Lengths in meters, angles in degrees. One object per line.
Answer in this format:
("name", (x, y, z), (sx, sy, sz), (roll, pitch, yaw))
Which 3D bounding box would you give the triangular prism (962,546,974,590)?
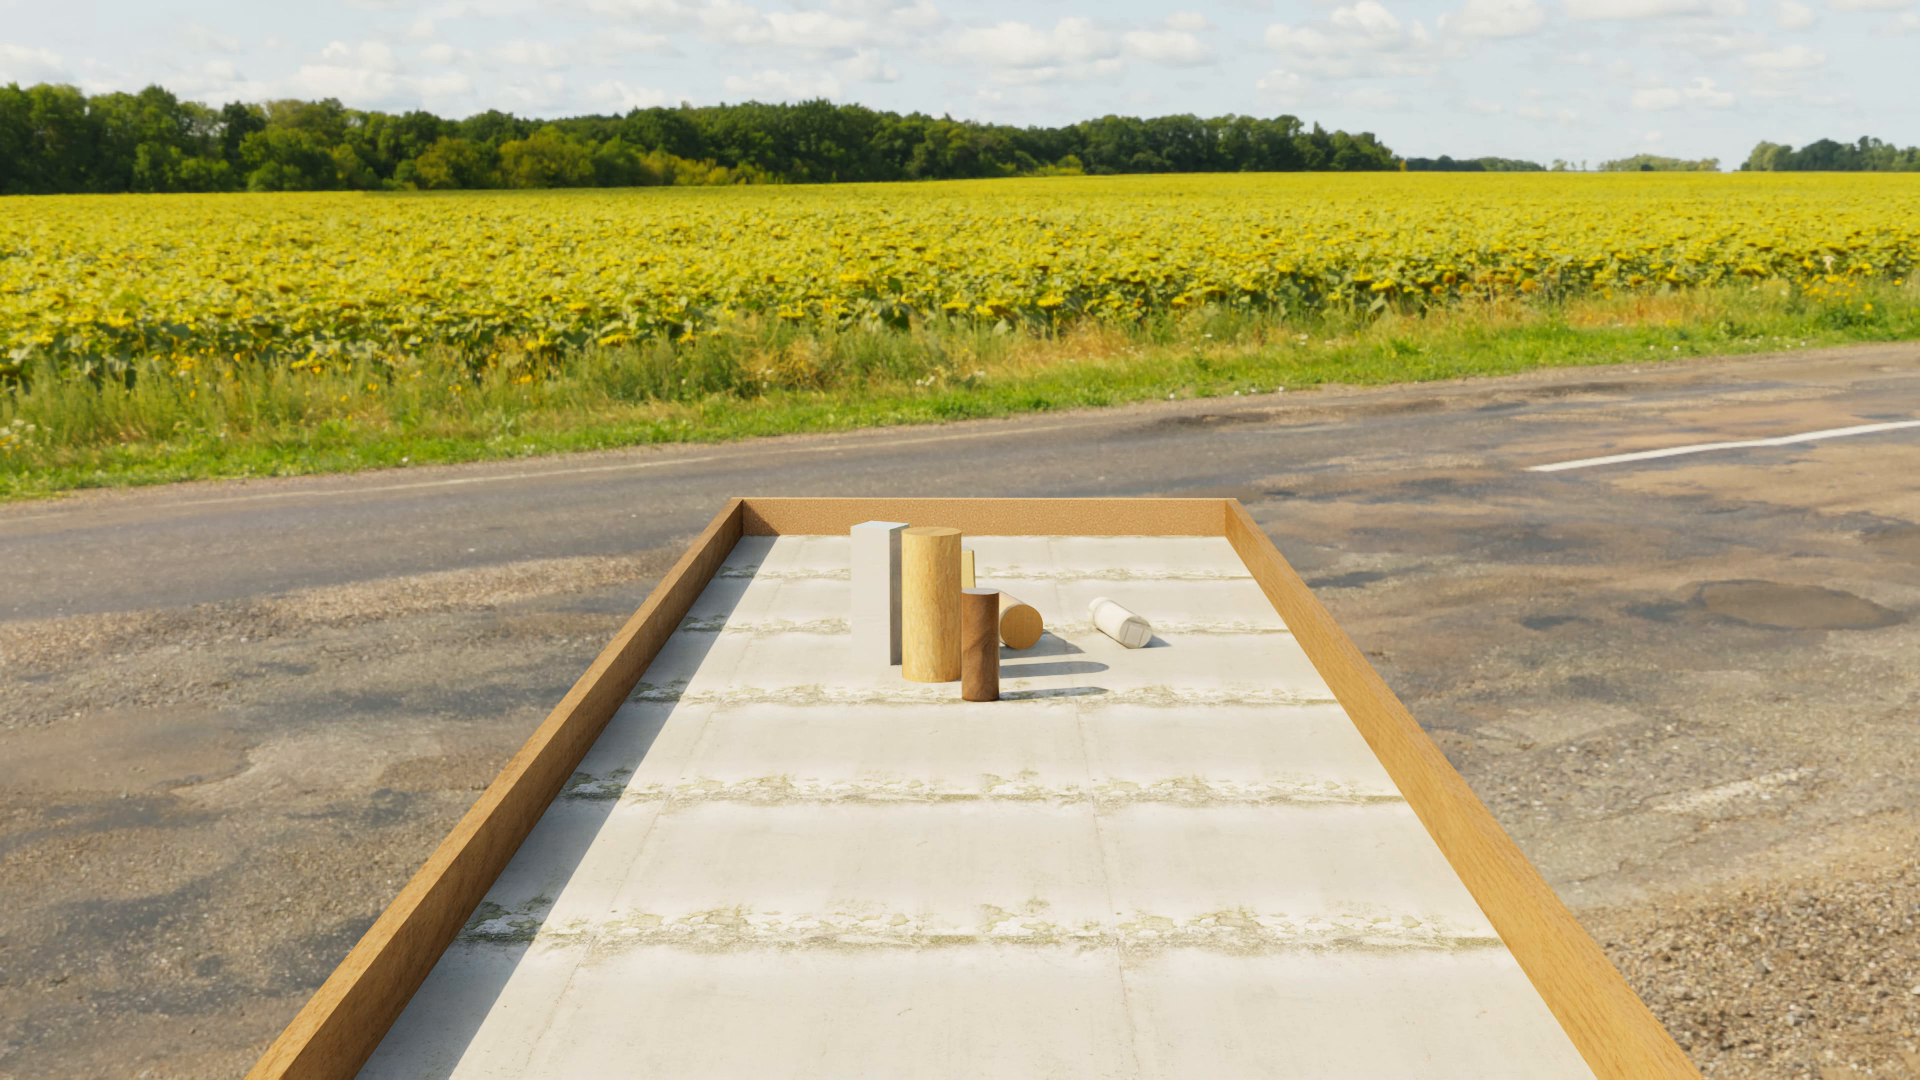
("triangular prism", (0.002, 0.189, 6.752), (0.148, 0.330, 0.128), (0, 6, 22))

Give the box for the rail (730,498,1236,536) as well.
("rail", (0.099, -0.098, 9.147), (2.100, 0.150, 0.050), (0, 9, 1))

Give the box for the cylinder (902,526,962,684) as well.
("cylinder", (-0.083, 0.188, 6.440), (0.176, 0.433, 0.176), (0, 9, 0))

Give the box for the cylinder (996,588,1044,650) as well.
("cylinder", (0.146, 0.249, 6.990), (0.142, 0.142, 0.306), (-3, 9, -18))

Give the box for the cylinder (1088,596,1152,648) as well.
("cylinder", (0.506, 0.263, 7.020), (0.104, 0.104, 0.338), (-2, 9, -14))

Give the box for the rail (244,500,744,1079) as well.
("rail", (-1.004, 0.839, 3.234), (0.050, 0.150, 12.000), (0, 9, 1))

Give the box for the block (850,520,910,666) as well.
("block", (-0.241, 0.160, 6.673), (0.132, 0.415, 0.132), (4, 10, 26))

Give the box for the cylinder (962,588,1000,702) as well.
("cylinder", (0.057, 0.294, 6.175), (0.108, 0.307, 0.108), (0, 9, 0))

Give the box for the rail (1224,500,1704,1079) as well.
("rail", (1.046, 0.843, 3.208), (0.050, 0.150, 12.000), (0, 9, 1))
